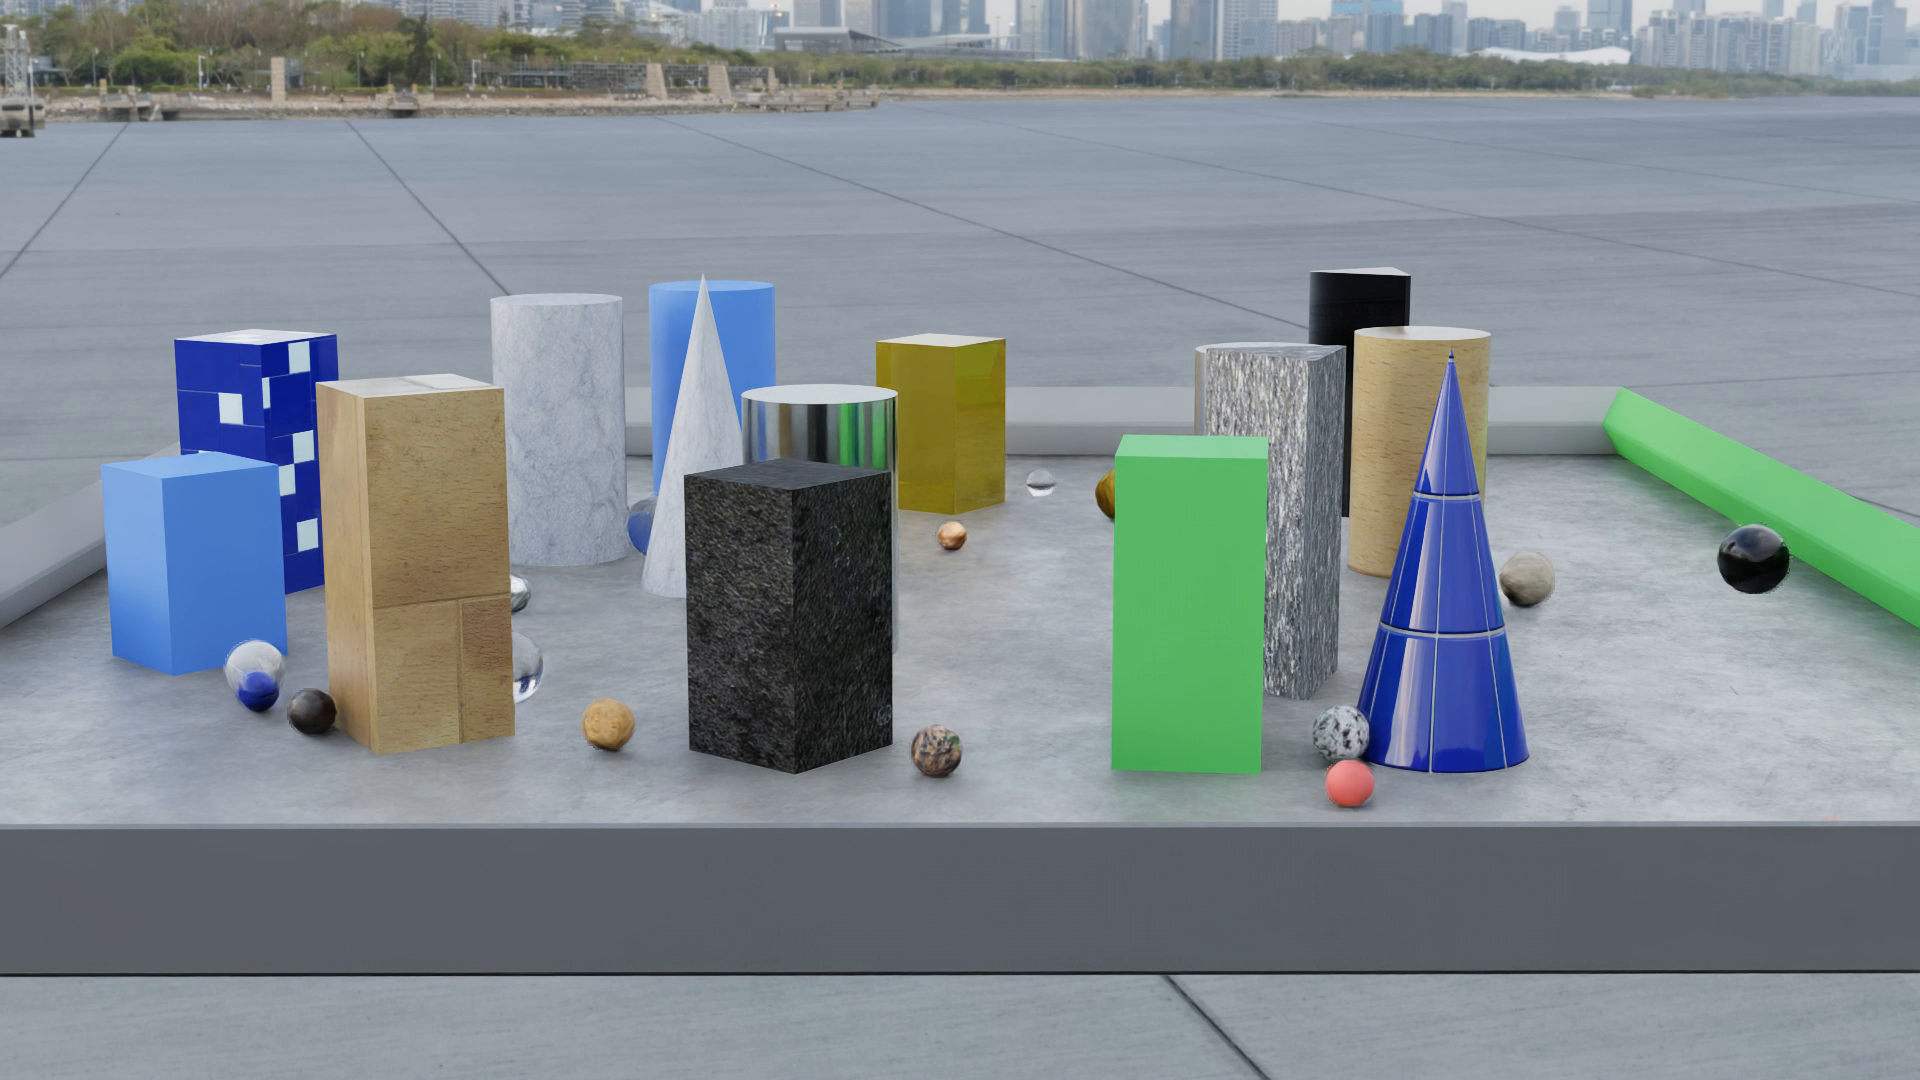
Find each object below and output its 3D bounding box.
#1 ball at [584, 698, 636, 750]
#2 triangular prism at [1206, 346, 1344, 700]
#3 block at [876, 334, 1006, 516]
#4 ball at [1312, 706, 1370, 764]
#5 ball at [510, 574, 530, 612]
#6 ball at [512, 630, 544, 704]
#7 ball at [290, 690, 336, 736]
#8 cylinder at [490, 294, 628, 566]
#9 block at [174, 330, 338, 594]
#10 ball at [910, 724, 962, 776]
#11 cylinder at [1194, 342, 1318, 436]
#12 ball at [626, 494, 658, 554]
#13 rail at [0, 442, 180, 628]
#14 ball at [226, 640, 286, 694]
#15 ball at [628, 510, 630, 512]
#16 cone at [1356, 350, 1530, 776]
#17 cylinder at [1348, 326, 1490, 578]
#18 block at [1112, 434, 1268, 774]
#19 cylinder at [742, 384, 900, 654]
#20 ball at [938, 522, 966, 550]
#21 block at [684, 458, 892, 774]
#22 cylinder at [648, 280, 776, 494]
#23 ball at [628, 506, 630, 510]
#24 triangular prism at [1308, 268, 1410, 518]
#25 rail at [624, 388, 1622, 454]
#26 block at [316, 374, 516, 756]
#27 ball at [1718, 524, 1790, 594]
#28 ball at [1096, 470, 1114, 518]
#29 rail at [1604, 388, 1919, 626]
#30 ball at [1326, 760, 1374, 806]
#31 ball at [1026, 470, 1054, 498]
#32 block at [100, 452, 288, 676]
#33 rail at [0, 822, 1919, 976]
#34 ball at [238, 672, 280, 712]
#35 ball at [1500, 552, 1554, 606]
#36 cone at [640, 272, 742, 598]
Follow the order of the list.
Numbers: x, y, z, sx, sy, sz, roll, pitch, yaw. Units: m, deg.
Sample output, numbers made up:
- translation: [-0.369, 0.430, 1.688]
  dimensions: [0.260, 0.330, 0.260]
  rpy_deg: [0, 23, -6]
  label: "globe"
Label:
- translation: [-0.377, 0.198, 2.757]
  dimensions: [0.055, 0.055, 0.055]
  rpy_deg: [0, 11, 0]
  label: "ball"
- translation: [0.401, -0.029, 3.046]
  dimensions: [0.145, 0.395, 0.168]
  rpy_deg: [-9, 14, -39]
  label: "triangular prism"
- translation: [-0.031, -0.196, 4.272]
  dimensions: [0.155, 0.276, 0.155]
  rpy_deg: [7, 12, 32]
  label: "block"
- translation: [0.401, 0.205, 2.704]
  dimensions: [0.061, 0.061, 0.061]
  rpy_deg: [0, 11, 0]
  label: "ball"
- translation: [-0.603, 0.072, 3.445]
  dimensions: [0.052, 0.052, 0.052]
  rpy_deg: [0, 11, 0]
  label: "ball"
- translation: [-0.522, 0.147, 2.943]
  dimensions: [0.088, 0.088, 0.088]
  rpy_deg: [0, 11, 0]
  label: "ball"
- translation: [-0.711, 0.189, 2.817]
  dimensions: [0.050, 0.050, 0.050]
  rpy_deg: [0, 11, 0]
  label: "ball"
- translation: [-0.596, -0.168, 3.829]
  dimensions: [0.194, 0.383, 0.194]
  rpy_deg: [0, 11, 0]
  label: "cylinder"
- translation: [-0.982, -0.111, 3.613]
  dimensions: [0.155, 0.351, 0.155]
  rpy_deg: [5, 12, 27]
  label: "block"
- translation: [-0.024, 0.218, 2.654]
  dimensions: [0.054, 0.054, 0.054]
  rpy_deg: [0, 11, 0]
  label: "ball"
- translation: [0.413, -0.085, 3.479]
  dimensions: [0.194, 0.348, 0.194]
  rpy_deg: [0, 11, 0]
  label: "cylinder"
- translation: [-0.452, -0.021, 3.832]
  dimensions: [0.094, 0.094, 0.094]
  rpy_deg: [0, 11, 0]
  label: "ball"
- translation: [-1.232, 0.034, 3.442]
  dimensions: [0.045, 0.126, 2.817]
  rpy_deg: [0, 11, 0]
  label: "rail"
- translation: [-0.817, 0.151, 2.976]
  dimensions: [0.068, 0.068, 0.068]
  rpy_deg: [0, 11, 0]
  label: "ball"
- translation: [-0.497, -0.030, 3.996]
  dimensions: [0.050, 0.050, 0.050]
  rpy_deg: [0, 11, 0]
  label: "ball"
- translation: [0.513, 0.012, 2.716]
  dimensions: [0.194, 0.435, 0.194]
  rpy_deg: [0, 11, 0]
  label: "cone"
- translation: [0.665, -0.128, 3.722]
  dimensions: [0.194, 0.345, 0.194]
  rpy_deg: [0, 11, 0]
  label: "cylinder"
- translation: [0.245, 0.065, 2.718]
  dimensions: [0.155, 0.331, 0.155]
  rpy_deg: [1, 11, 7]
  label: "block"
- translation: [-0.174, -0.022, 3.208]
  dimensions: [0.194, 0.323, 0.194]
  rpy_deg: [0, 11, 0]
  label: "cylinder"
- translation: [-0.012, -0.005, 3.883]
  dimensions: [0.044, 0.044, 0.044]
  rpy_deg: [0, 11, 0]
  label: "ball"
- translation: [-0.182, 0.076, 2.743]
  dimensions: [0.155, 0.299, 0.155]
  rpy_deg: [8, 13, 38]
  label: "block"
- translation: [-0.384, -0.204, 4.009]
  dimensions: [0.194, 0.387, 0.194]
  rpy_deg: [0, 11, 0]
  label: "cylinder"
- translation: [-0.545, -0.039, 4.021]
  dimensions: [0.059, 0.059, 0.059]
  rpy_deg: [0, 11, 0]
  label: "ball"
- translation: [0.673, -0.243, 4.197]
  dimensions: [0.168, 0.396, 0.145]
  rpy_deg: [6, 12, 29]
  label: "triangular prism"
- translation: [-0.008, -0.220, 4.811]
  dimensions: [2.511, 0.126, 0.045]
  rpy_deg: [0, 11, 0]
  label: "rail"
- translation: [-0.596, 0.021, 2.807]
  dimensions: [0.155, 0.384, 0.155]
  rpy_deg: [-7, 12, -32]
  label: "block"
- translation: [1.103, 0.027, 3.564]
  dimensions: [0.097, 0.097, 0.097]
  rpy_deg: [0, 11, 0]
  label: "ball"
- translation: [0.260, -0.073, 4.143]
  dimensions: [0.083, 0.083, 0.083]
  rpy_deg: [0, 11, 0]
  label: "ball"
- translation: [1.232, 0.031, 3.456]
  dimensions: [0.045, 0.126, 2.817]
  rpy_deg: [0, 11, 0]
  label: "rail"
- translation: [0.387, 0.241, 2.546]
  dimensions: [0.047, 0.047, 0.047]
  rpy_deg: [0, 11, 0]
  label: "ball"
- translation: [0.137, -0.096, 4.364]
  dimensions: [0.047, 0.047, 0.047]
  rpy_deg: [0, 11, 0]
  label: "ball"
- translation: [-0.948, 0.025, 3.178]
  dimensions: [0.155, 0.241, 0.155]
  rpy_deg: [-10, 15, -43]
  label: "block"
- translation: [0.008, 0.285, 2.087]
  dimensions: [2.511, 0.126, 0.045]
  rpy_deg: [0, 11, 0]
  label: "rail"
- translation: [-0.798, 0.172, 2.920]
  dimensions: [0.046, 0.046, 0.046]
  rpy_deg: [0, 11, 0]
  label: "ball"
- translation: [0.771, 0.053, 3.490]
  dimensions: [0.073, 0.073, 0.073]
  rpy_deg: [0, 11, 0]
  label: "ball"
- translation: [-0.356, -0.155, 3.595]
  dimensions: [0.194, 0.443, 0.194]
  rpy_deg: [0, 11, 0]
  label: "cone"
